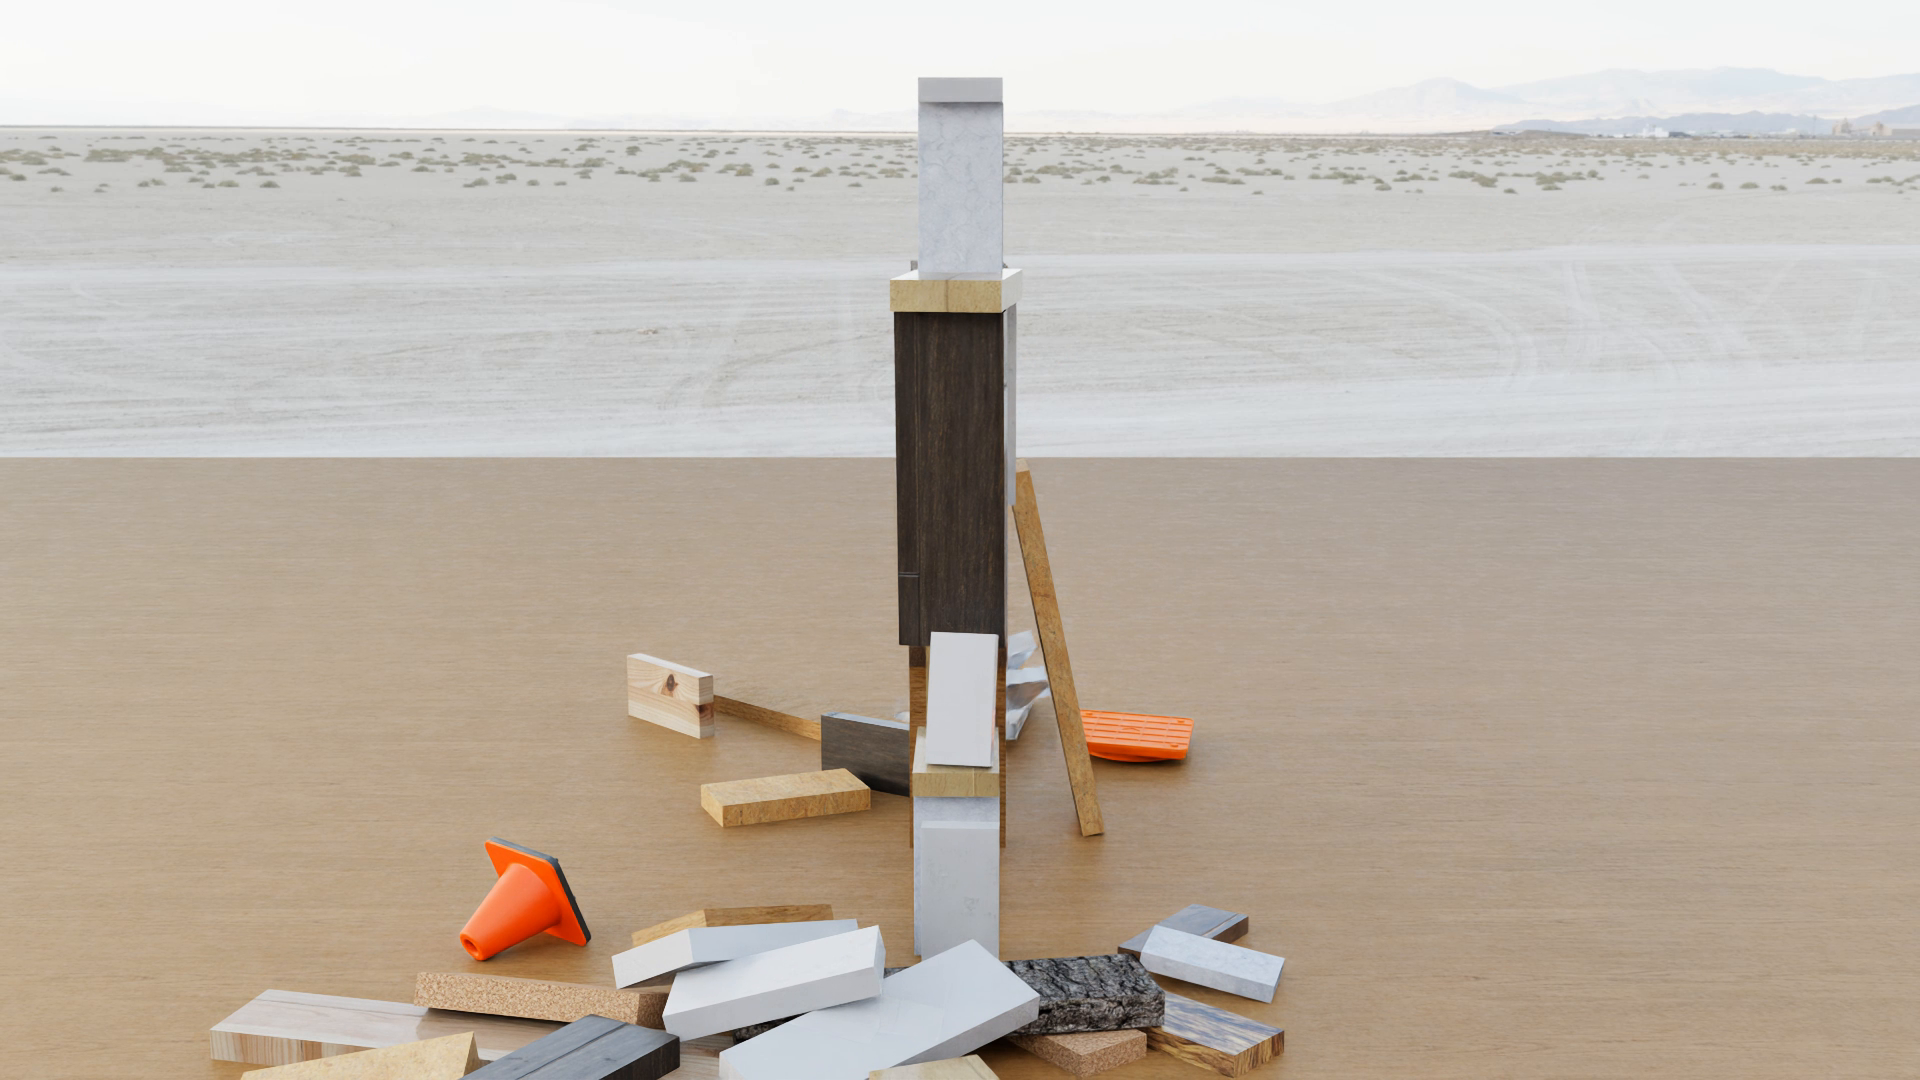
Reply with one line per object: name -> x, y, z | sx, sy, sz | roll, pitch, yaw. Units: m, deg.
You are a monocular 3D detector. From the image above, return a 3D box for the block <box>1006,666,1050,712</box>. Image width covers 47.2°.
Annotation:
block -> 0.099, 0.298, 4.345 | 0.108, 0.031, 0.217 | -42, -19, 24

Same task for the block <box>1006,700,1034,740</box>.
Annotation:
block -> 0.083, 0.359, 4.605 | 0.108, 0.031, 0.604 | 2, 3, 5

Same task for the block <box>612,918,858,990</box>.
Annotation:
block -> -0.315, 0.592, 3.147 | 0.164, 0.047, 0.328 | -26, -21, 37

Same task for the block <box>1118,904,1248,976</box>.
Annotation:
block -> 0.349, 0.622, 3.422 | 0.100, 0.028, 0.234 | 7, 13, 35

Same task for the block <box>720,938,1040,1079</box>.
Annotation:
block -> -0.101, 0.649, 2.882 | 0.416, 0.041, 0.144 | -17, 35, -35

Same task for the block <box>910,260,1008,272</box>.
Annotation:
block -> -0.001, -0.447, 3.773 | 0.164, 0.046, 0.328 | 0, 11, -2

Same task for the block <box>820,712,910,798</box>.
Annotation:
block -> -0.150, 0.416, 4.244 | 0.264, 0.132, 0.037 | 7, 12, 32

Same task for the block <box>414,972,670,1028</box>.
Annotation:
block -> -0.576, 0.645, 3.086 | 0.329, 0.047, 0.164 | 3, -11, 14

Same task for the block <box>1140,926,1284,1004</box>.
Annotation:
block -> 0.375, 0.630, 3.273 | 0.200, 0.028, 0.100 | 12, 17, 14

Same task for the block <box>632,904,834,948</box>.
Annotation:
block -> -0.332, 0.580, 3.258 | 0.144, 0.041, 0.287 | -23, -19, 31

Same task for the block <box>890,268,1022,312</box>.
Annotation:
block -> -0.001, -0.391, 3.431 | 0.167, 0.047, 0.334 | 1, 10, 7

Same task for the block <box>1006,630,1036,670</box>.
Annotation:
block -> 0.057, 0.271, 4.716 | 0.144, 0.041, 0.287 | -15, -15, -18

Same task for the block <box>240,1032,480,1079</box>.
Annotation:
block -> -0.776, 0.706, 2.818 | 0.299, 0.042, 0.149 | -9, 11, -5

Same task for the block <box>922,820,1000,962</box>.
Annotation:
block -> 0.001, 0.539, 3.306 | 0.116, 0.232, 0.033 | 1, 11, 3

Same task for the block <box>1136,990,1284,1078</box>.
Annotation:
block -> 0.322, 0.685, 3.069 | 0.232, 0.033, 0.116 | 10, 14, 42

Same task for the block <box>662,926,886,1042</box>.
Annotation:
block -> -0.246, 0.595, 2.953 | 0.287, 0.041, 0.144 | -14, 11, 3

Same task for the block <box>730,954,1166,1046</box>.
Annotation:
block -> -0.023, 0.641, 3.057 | 0.591, 0.047, 0.164 | -1, 9, -11

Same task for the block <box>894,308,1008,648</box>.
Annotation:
block -> -0.012, -0.093, 3.395 | 0.167, 0.525, 0.047 | 1, 14, 7

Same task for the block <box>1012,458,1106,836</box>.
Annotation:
block -> 0.169, 0.193, 3.974 | 0.041, 0.675, 0.144 | -12, 11, 0

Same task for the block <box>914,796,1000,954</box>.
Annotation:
block -> -0.005, 0.509, 3.390 | 0.131, 0.262, 0.037 | 0, 11, 0

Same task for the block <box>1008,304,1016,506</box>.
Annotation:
block -> 0.008, -0.225, 3.588 | 0.167, 0.334, 0.047 | 0, 10, 0

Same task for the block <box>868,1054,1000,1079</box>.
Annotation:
block -> 0.005, 0.712, 2.672 | 0.146, 0.041, 0.292 | -4, 11, -20

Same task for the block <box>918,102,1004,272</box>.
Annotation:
block -> 0.001, -0.555, 3.461 | 0.132, 0.264, 0.037 | 1, 10, 4

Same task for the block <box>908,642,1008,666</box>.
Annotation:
block -> -0.005, 0.165, 3.968 | 0.170, 0.048, 0.339 | 0, 11, 0

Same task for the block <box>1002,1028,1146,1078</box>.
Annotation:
block -> 0.139, 0.684, 3.075 | 0.116, 0.033, 0.232 | -8, 13, -37

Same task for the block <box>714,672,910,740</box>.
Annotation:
block -> -0.350, 0.373, 4.734 | 0.696, 0.037, 0.132 | 10, 14, 43

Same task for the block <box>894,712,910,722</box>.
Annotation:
block -> -0.066, 0.370, 4.641 | 0.089, 0.025, 0.177 | -9, -2, -22

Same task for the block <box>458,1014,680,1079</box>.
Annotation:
block -> -0.508, 0.685, 2.795 | 0.149, 0.042, 0.299 | 6, 11, 30

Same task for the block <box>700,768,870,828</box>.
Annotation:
block -> -0.328, 0.483, 4.134 | 0.287, 0.041, 0.144 | -4, 11, -22

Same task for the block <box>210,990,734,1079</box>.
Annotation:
block -> -0.588, 0.696, 2.980 | 0.867, 0.042, 0.149 | 3, 11, 14

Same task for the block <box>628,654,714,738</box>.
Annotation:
block -> -0.620, 0.331, 4.700 | 0.037, 0.132, 0.264 | -9, 14, -42

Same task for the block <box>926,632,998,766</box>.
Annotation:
block -> 0.003, 0.243, 3.354 | 0.100, 0.200, 0.028 | 2, -4, 10

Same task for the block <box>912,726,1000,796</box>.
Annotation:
block -> -0.005, 0.346, 3.448 | 0.131, 0.037, 0.262 | 0, 11, 1

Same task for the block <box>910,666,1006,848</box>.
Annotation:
block -> -0.004, 0.376, 3.892 | 0.170, 0.339, 0.048 | 0, 11, 0

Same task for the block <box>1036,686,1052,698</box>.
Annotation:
block -> 0.104, 0.322, 4.730 | 0.108, 0.031, 0.217 | 4, 4, 39

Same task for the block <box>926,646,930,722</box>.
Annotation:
block -> 0.001, 0.141, 3.668 | 0.115, 0.350, 0.033 | 0, 11, 1

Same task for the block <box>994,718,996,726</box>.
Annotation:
block -> 0.004, 0.329, 3.703 | 0.117, 0.033, 0.234 | 0, 11, 1

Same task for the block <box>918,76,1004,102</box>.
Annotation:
block -> 0.001, -0.719, 3.524 | 0.132, 0.037, 0.264 | 0, 10, 0
